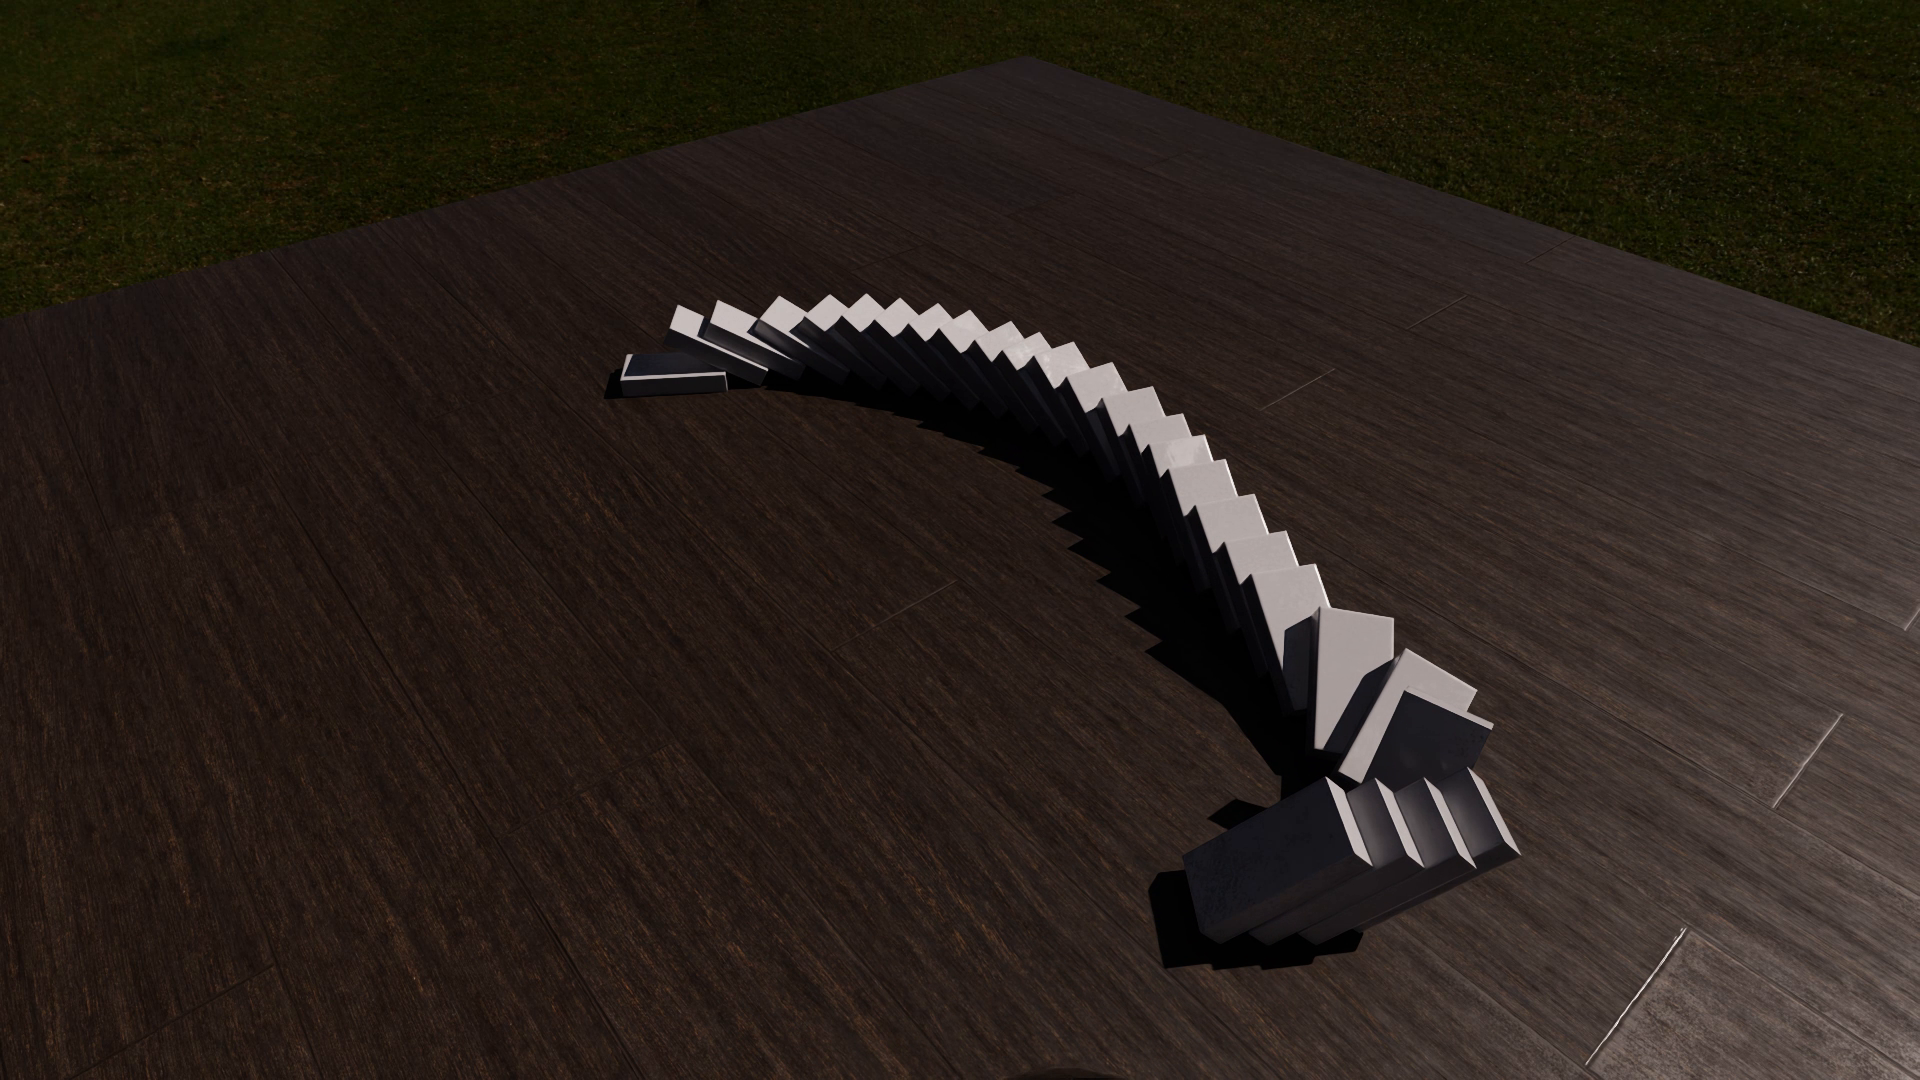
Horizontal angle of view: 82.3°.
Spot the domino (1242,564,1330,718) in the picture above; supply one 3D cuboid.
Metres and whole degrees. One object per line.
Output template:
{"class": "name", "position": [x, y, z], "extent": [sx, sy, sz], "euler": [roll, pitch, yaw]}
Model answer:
{"class": "domino", "position": [0.118, 0.035, 0.383], "extent": [0.025, 0.010, 0.050], "euler": [-8, 67, -11]}

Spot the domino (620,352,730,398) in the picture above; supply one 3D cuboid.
{"class": "domino", "position": [-0.140, -0.083, 0.544], "extent": [0.050, 0.010, 0.025], "euler": [-4, 39, -5]}

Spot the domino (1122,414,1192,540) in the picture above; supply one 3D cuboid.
{"class": "domino", "position": [0.088, -0.027, 0.458], "extent": [0.025, 0.010, 0.050], "euler": [-12, 70, -14]}

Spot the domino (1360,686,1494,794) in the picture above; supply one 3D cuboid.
{"class": "domino", "position": [0.134, 0.072, 0.326], "extent": [0.025, 0.050, 0.010], "euler": [26, 14, 26]}

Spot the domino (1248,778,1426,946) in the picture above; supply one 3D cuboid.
{"class": "domino", "position": [0.101, 0.090, 0.308], "extent": [0.050, 0.010, 0.025], "euler": [-38, 32, 25]}

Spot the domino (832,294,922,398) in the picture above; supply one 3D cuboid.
{"class": "domino", "position": [-0.035, -0.095, 0.538], "extent": [0.050, 0.009, 0.025], "euler": [42, 45, -6]}

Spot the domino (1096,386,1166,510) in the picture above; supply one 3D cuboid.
{"class": "domino", "position": [0.079, -0.040, 0.473], "extent": [0.025, 0.009, 0.050], "euler": [-14, 72, -16]}

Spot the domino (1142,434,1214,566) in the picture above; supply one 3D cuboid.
{"class": "domino", "position": [0.093, -0.016, 0.443], "extent": [0.025, 0.010, 0.050], "euler": [-10, 72, -13]}

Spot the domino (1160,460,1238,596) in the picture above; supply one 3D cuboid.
{"class": "domino", "position": [0.098, -0.005, 0.430], "extent": [0.025, 0.009, 0.050], "euler": [-10, 72, -13]}

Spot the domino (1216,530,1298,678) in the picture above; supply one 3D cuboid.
{"class": "domino", "position": [0.113, 0.023, 0.398], "extent": [0.025, 0.010, 0.050], "euler": [-9, 68, -11]}

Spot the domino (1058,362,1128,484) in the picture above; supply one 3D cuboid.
{"class": "domino", "position": [0.066, -0.052, 0.486], "extent": [0.025, 0.010, 0.050], "euler": [-20, 77, -23]}

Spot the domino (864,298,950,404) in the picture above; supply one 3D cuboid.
{"class": "domino", "position": [-0.019, -0.092, 0.534], "extent": [0.050, 0.009, 0.025], "euler": [43, 46, -4]}

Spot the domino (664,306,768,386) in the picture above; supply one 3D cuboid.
{"class": "domino", "position": [-0.119, -0.096, 0.542], "extent": [0.050, 0.010, 0.025], "euler": [22, 33, -19]}

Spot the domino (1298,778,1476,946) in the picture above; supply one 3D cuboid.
{"class": "domino", "position": [0.115, 0.090, 0.308], "extent": [0.050, 0.010, 0.025], "euler": [-38, 32, 25]}

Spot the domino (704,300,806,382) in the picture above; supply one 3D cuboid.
{"class": "domino", "position": [-0.100, -0.099, 0.545], "extent": [0.050, 0.010, 0.025], "euler": [23, 33, -18]}

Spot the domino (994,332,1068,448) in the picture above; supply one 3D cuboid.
{"class": "domino", "position": [0.040, -0.069, 0.507], "extent": [0.025, 0.009, 0.050], "euler": [-31, 83, -33]}

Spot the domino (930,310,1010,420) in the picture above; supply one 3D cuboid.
{"class": "domino", "position": [0.011, -0.084, 0.523], "extent": [0.050, 0.009, 0.025], "euler": [50, 49, 1]}

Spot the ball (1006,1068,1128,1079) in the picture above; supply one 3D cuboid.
{"class": "ball", "position": [0.022, 0.145, 0.210], "extent": [0.080, 0.080, 0.080], "euler": [0, 39, 0]}

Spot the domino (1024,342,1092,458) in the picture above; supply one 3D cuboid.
{"class": "domino", "position": [0.053, -0.064, 0.499], "extent": [0.025, 0.009, 0.050], "euler": [-24, 79, -33]}

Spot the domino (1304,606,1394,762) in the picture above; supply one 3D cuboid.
{"class": "domino", "position": [0.130, 0.049, 0.366], "extent": [0.025, 0.009, 0.050], "euler": [9, 65, 4]}

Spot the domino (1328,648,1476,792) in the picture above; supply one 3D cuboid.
{"class": "domino", "position": [0.141, 0.062, 0.350], "extent": [0.025, 0.010, 0.050], "euler": [32, 69, 14]}

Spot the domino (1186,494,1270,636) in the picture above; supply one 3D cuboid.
{"class": "domino", "position": [0.106, 0.009, 0.414], "extent": [0.025, 0.010, 0.050], "euler": [-10, 70, -12]}

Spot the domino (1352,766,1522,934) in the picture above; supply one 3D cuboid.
{"class": "domino", "position": [0.128, 0.088, 0.311], "extent": [0.050, 0.010, 0.025], "euler": [-38, 32, 25]}

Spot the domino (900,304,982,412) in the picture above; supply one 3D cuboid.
{"class": "domino", "position": [-0.003, -0.088, 0.529], "extent": [0.050, 0.009, 0.025], "euler": [47, 49, -1]}

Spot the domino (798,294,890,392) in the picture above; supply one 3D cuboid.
{"class": "domino", "position": [-0.052, -0.098, 0.545], "extent": [0.050, 0.010, 0.025], "euler": [37, 45, -2]}

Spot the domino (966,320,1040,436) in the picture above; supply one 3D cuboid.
{"class": "domino", "position": [0.028, -0.076, 0.515], "extent": [0.025, 0.009, 0.050], "euler": [-33, 84, -33]}

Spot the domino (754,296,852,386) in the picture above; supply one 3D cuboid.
{"class": "domino", "position": [-0.074, -0.099, 0.547], "extent": [0.050, 0.009, 0.025], "euler": [30, 41, -7]}

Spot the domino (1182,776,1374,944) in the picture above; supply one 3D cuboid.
{"class": "domino", "position": [0.087, 0.090, 0.308], "extent": [0.050, 0.009, 0.025], "euler": [-38, 32, 25]}
